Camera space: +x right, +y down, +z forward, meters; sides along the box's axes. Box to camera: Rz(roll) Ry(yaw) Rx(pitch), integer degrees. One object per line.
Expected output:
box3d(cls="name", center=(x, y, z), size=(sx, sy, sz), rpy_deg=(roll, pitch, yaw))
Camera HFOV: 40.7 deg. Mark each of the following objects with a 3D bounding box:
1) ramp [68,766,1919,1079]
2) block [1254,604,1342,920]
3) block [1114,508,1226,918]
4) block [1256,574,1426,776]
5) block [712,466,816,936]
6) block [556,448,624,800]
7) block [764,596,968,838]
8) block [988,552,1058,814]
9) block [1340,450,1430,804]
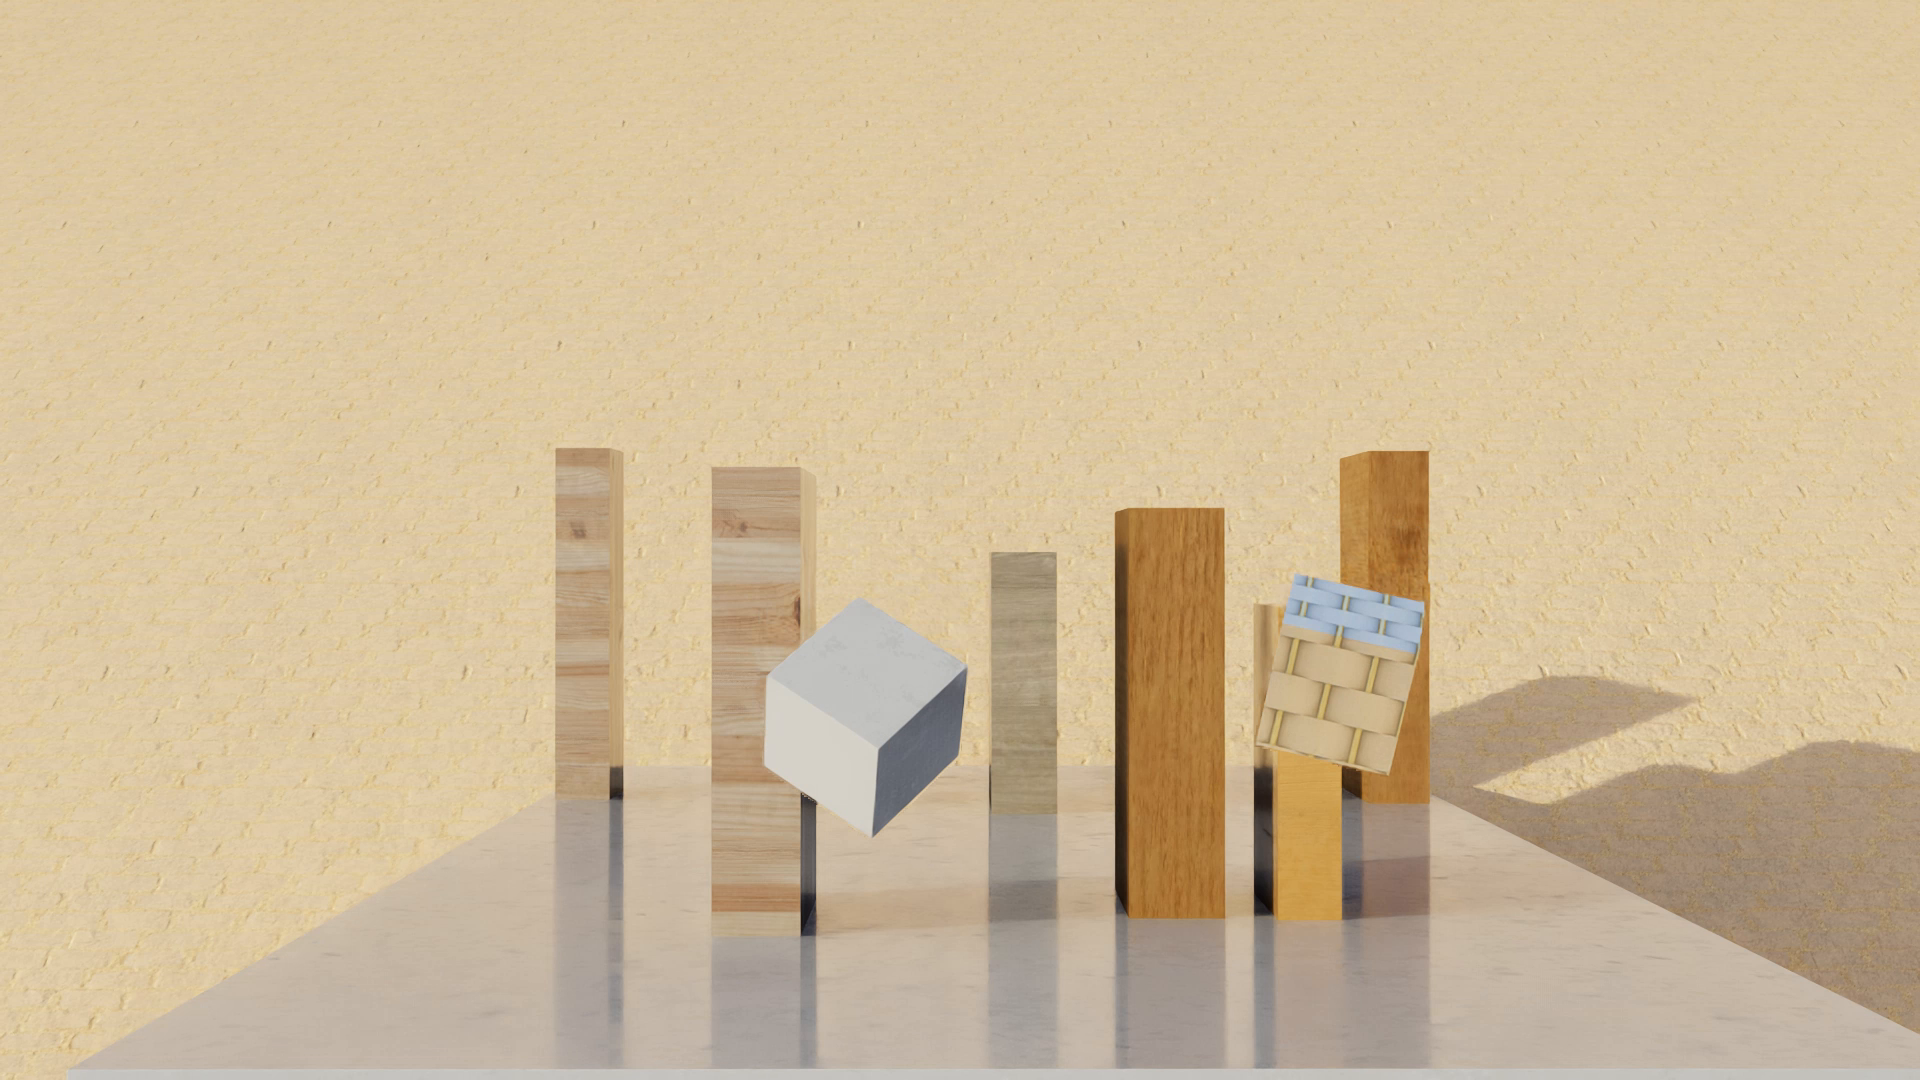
box3d(cls="ramp", center=(0.070, 0.617, 4.695), size=(2.000, 0.100, 4.000), rpy_deg=(0, 0, 0))
box3d(cls="block", center=(0.514, 0.330, 3.968), size=(0.094, 0.461, 0.313), rpy_deg=(0, 0, 0))
box3d(cls="block", center=(0.321, 0.257, 4.005), size=(0.142, 0.607, 0.344), rpy_deg=(0, 0, 0))
box3d(cls="block", center=(0.404, 0.141, 2.748), size=(0.142, 0.142, 0.142), rpy_deg=(13, 23, 8))
box3d(cls="block", center=(-0.288, 0.229, 3.855), size=(0.125, 0.662, 0.407), rpy_deg=(0, 0, 0))
box3d(cls="block", center=(-0.836, 0.187, 5.856), size=(0.120, 0.780, 0.240), rpy_deg=(0, 0, 0))
box3d(cls="block", center=(-0.099, 0.184, 2.706), size=(0.147, 0.147, 0.147), rpy_deg=(31, 51, 23))
box3d(cls="block", center=(0.134, 0.301, 5.634), size=(0.137, 0.547, 0.440), rpy_deg=(0, 0, 0))
box3d(cls="block", center=(0.957, 0.192, 5.861), size=(0.132, 0.769, 0.431), rpy_deg=(0, 0, 0))
